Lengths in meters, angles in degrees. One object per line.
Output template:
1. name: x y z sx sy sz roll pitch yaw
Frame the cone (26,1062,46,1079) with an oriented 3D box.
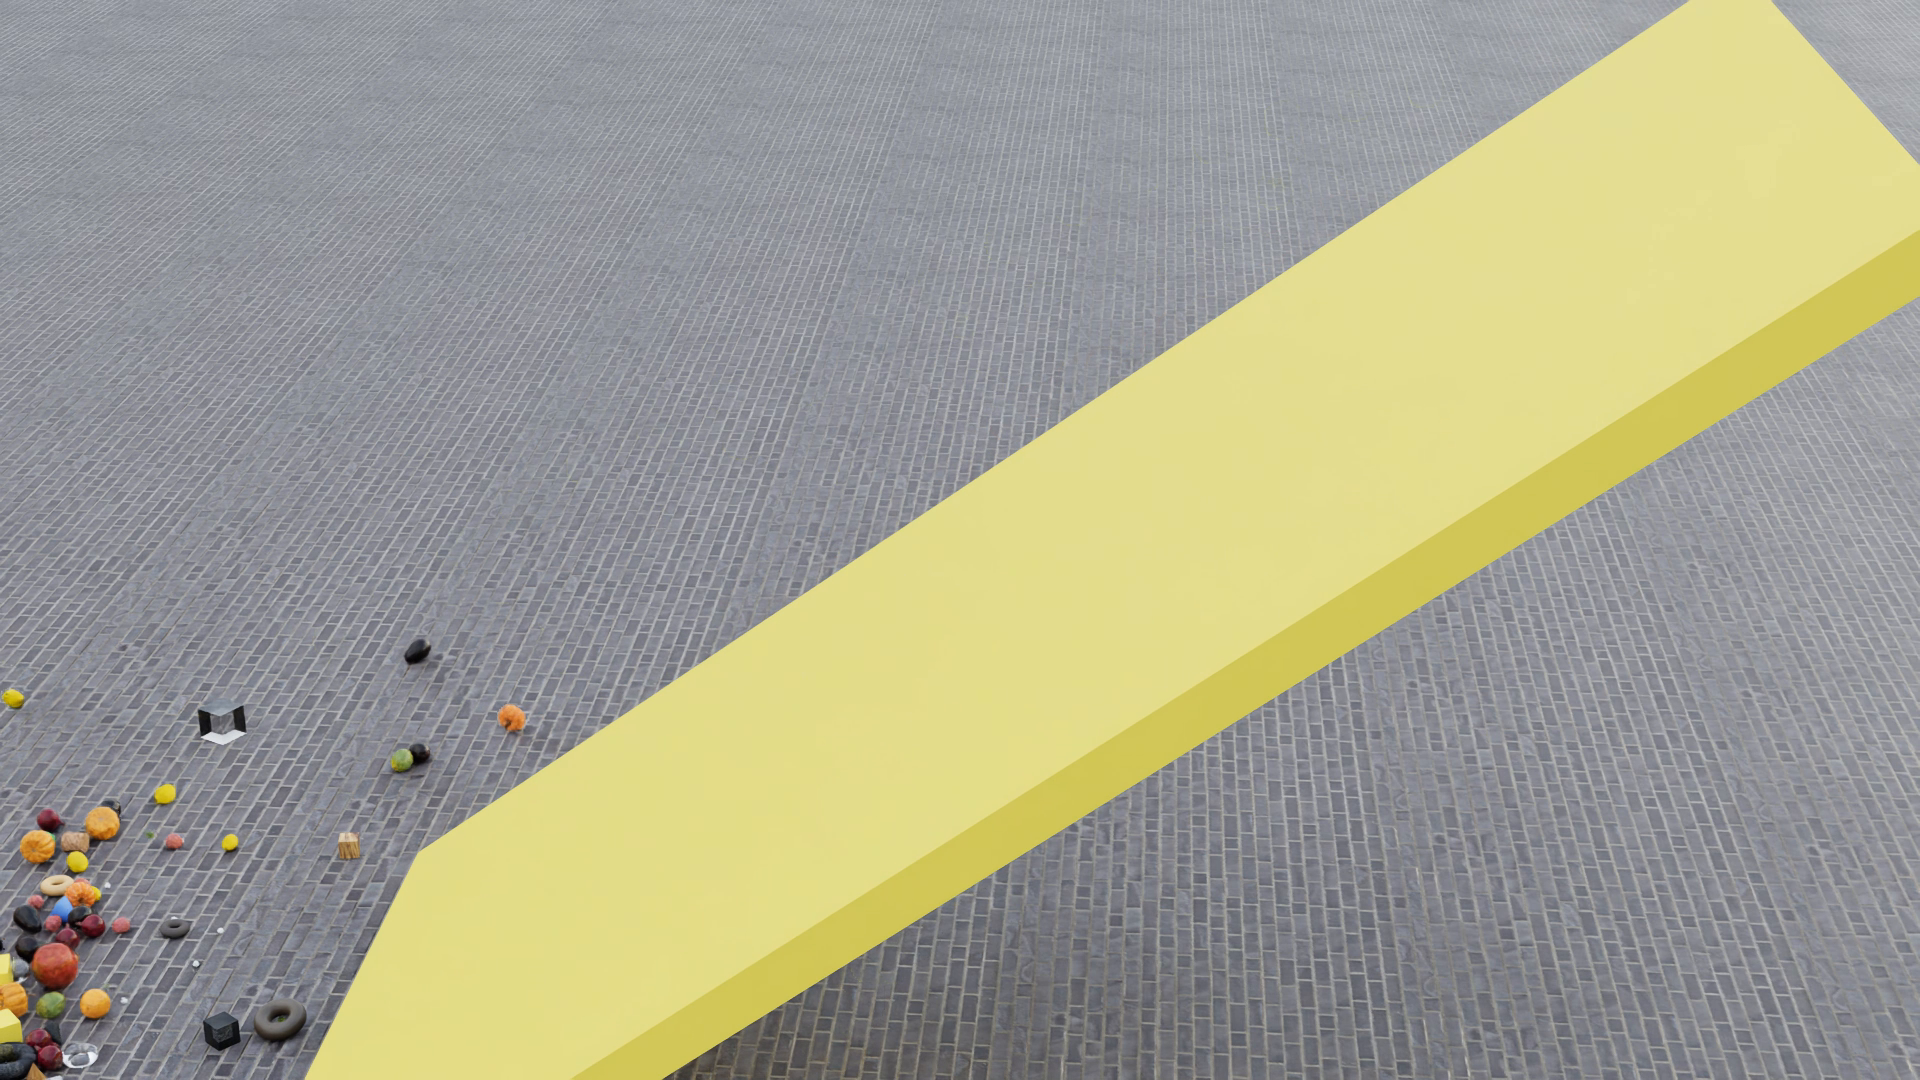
1. cone: -2.158 1.248 6.862 0.069 0.069 0.069 0 22 0

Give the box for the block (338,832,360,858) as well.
1. block: -1.646 0.824 7.929 0.051 0.051 0.051 -2 22 -6

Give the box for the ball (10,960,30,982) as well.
1. ball: -2.341 1.072 7.311 0.058 0.058 0.058 0 22 0

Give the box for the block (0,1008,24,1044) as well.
1. block: -2.290 1.180 7.021 0.077 0.077 0.077 -17 27 -35

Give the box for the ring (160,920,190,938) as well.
1. ring: -2.012 0.996 7.541 0.075 0.025 0.075 1 21 0

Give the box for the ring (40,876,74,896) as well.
1. ring: -2.377 0.910 7.746 0.088 0.029 0.088 0 21 0

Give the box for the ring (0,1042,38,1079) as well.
1. ring: -2.244 1.232 6.935 0.139 0.046 0.139 1 23 0

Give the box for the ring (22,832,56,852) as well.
1. ring: -2.497 0.818 7.973 0.087 0.029 0.087 -1 23 1

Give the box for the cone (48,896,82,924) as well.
1. cone: -2.296 0.971 7.588 0.078 0.078 0.078 30 26 2

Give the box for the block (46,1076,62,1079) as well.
1. block: -2.090 1.289 6.753 0.076 0.076 0.076 -12 25 -27

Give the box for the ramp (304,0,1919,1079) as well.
1. ramp: 0.131 0.177 6.316 4.000 0.100 2.000 -34 16 16

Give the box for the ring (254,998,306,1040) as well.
1. ring: -1.642 1.156 7.100 0.129 0.043 0.129 -4 35 3

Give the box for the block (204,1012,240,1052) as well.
1. block: -1.769 1.177 7.050 0.060 0.060 0.060 20 30 40

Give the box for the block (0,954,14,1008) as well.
1. block: -2.380 1.088 7.221 0.097 0.097 0.097 -5 23 -13

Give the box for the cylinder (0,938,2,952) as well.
1. cylinder: -2.464 1.020 7.429 0.065 0.065 0.065 -19 29 -38

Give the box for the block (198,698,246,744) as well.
1. block: -2.156 0.530 8.596 0.092 0.092 0.092 14 26 30

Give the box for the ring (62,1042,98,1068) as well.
1. ring: -2.088 1.223 6.980 0.087 0.029 0.087 1 23 0
